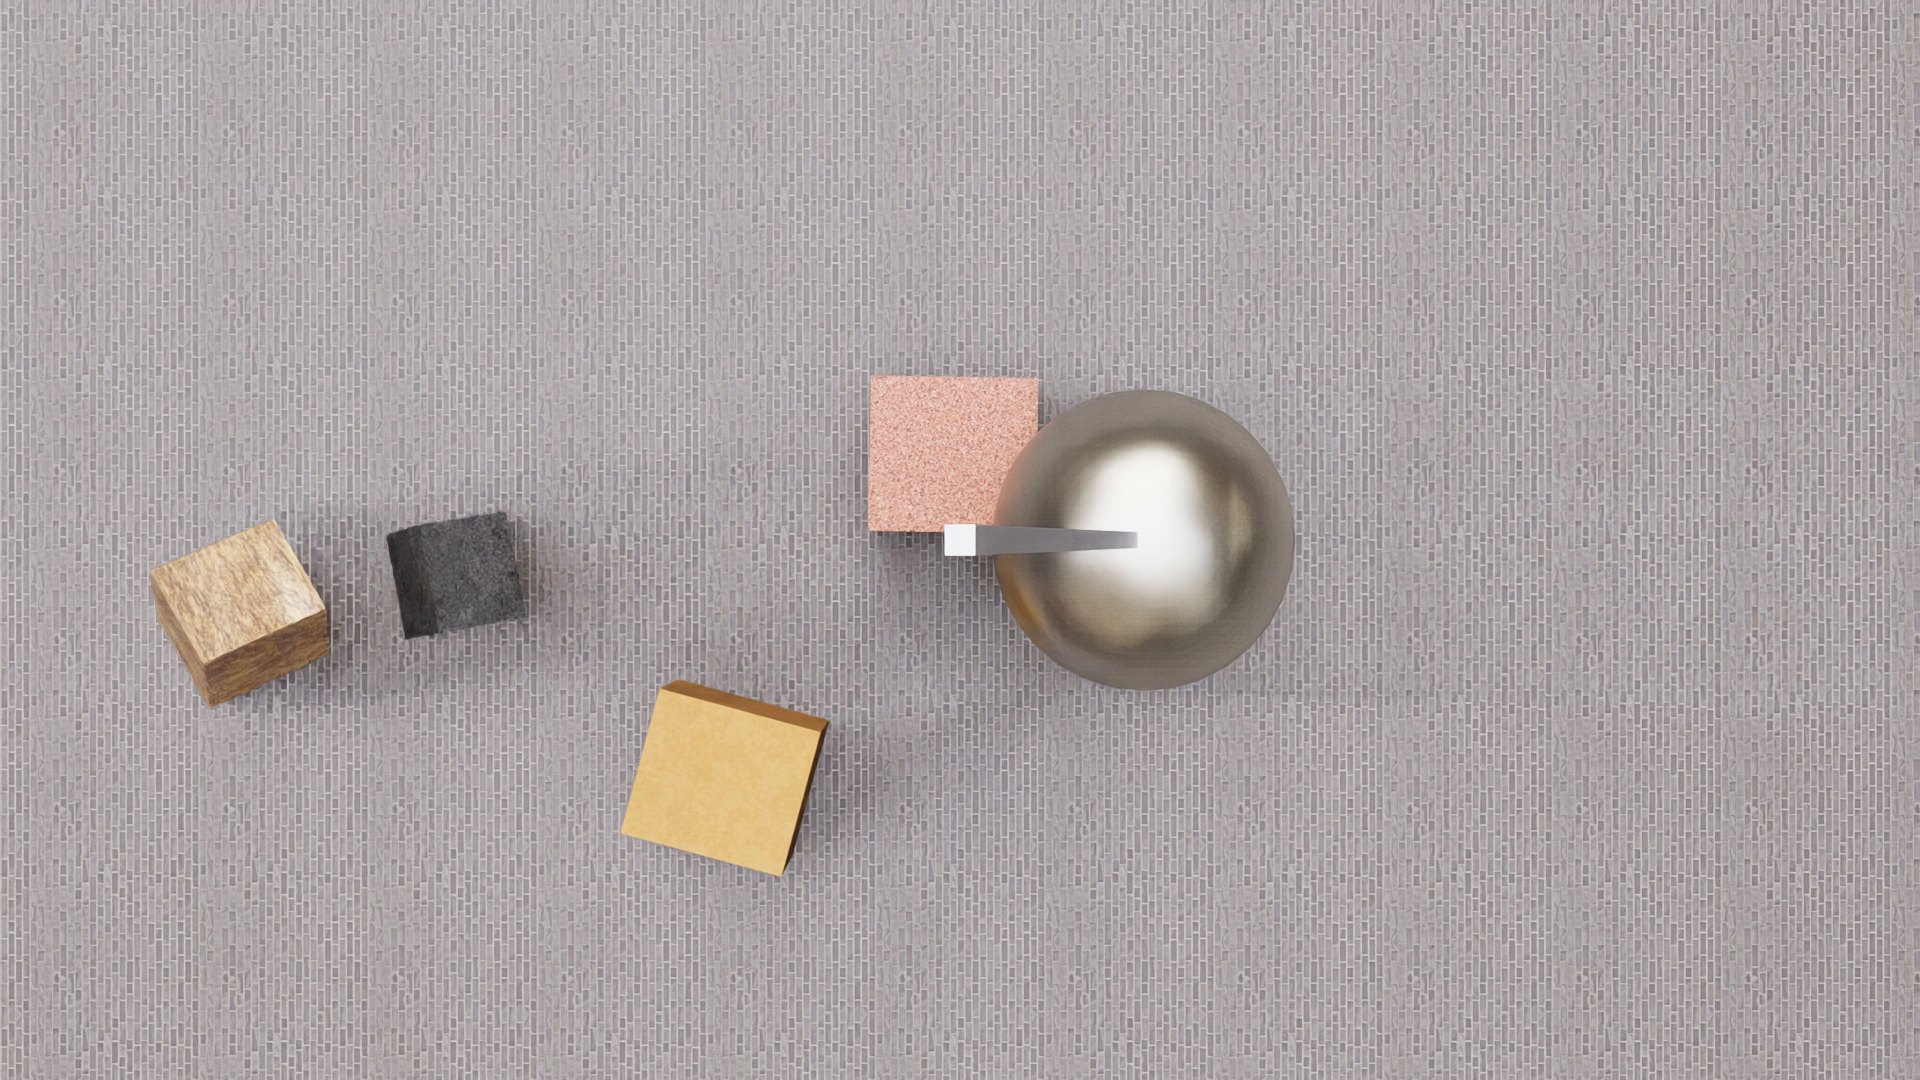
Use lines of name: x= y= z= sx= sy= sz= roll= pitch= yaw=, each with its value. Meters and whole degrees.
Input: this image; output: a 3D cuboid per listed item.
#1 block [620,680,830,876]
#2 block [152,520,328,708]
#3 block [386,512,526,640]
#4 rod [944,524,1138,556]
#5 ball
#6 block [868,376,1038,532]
block: x=-1.326 y=1.345 z=12.592 sx=0.922 sy=0.817 sz=0.830 roll=15 pitch=90 yaw=0
block: x=-4.066 y=0.419 z=12.453 sx=0.722 sy=0.603 sz=0.638 roll=-27 pitch=71 yaw=-26
block: x=-2.893 y=0.205 z=12.607 sx=0.514 sy=0.603 sz=0.611 roll=-11 pitch=90 yaw=-32
rod: x=0.419 y=0.000 z=8.281 sx=0.080 sy=5.200 sz=0.080 roll=0 pitch=90 yaw=9
ball: x=0.966 y=0.000 z=11.637 sx=1.600 sy=1.600 sz=1.600 roll=0 pitch=90 yaw=0
block: x=-0.038 y=-0.475 z=12.610 sx=0.930 sy=0.780 sz=0.863 roll=1 pitch=90 yaw=0
